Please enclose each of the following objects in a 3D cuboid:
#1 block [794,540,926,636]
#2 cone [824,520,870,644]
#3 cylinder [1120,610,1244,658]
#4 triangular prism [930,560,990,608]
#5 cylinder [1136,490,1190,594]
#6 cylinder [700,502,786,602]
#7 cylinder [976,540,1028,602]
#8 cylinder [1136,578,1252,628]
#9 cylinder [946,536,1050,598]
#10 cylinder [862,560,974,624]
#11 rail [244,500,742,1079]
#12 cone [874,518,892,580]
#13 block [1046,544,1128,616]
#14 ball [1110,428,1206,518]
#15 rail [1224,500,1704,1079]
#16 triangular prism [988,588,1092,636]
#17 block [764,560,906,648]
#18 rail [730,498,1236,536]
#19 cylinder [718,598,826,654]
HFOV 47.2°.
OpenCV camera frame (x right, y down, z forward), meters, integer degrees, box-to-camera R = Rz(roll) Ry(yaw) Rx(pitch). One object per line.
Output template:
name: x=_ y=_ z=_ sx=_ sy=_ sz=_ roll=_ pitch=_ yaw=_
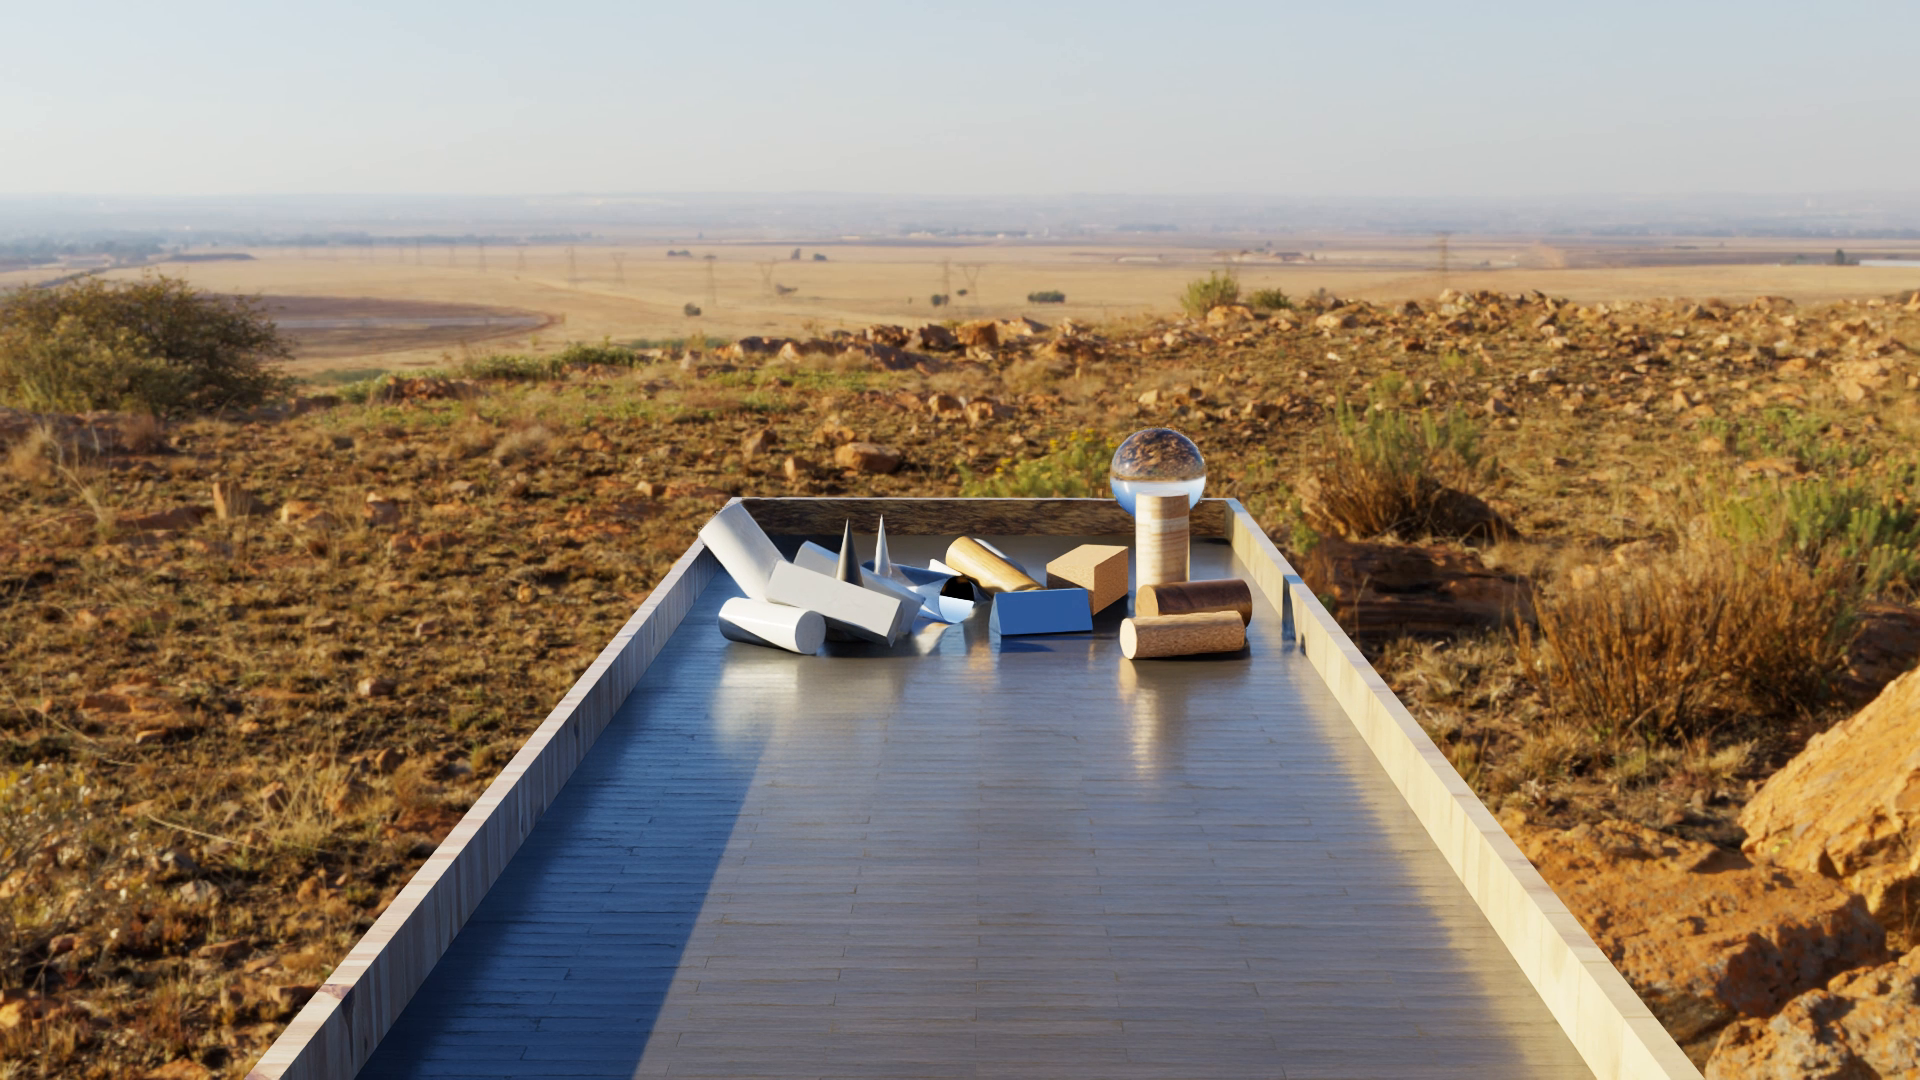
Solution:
block: x=-0.334 y=0.153 z=7.127 sx=0.431 sy=0.114 sz=0.114 roll=26 pitch=11 yaw=1
cone: x=-0.355 y=0.120 z=6.997 sx=0.170 sy=0.393 sz=0.170 roll=0 pitch=9 yaw=0
cylinder: x=0.686 y=0.291 z=6.778 sx=0.365 sy=0.124 sz=0.124 roll=-3 pitch=10 yaw=-19
triangular prism: x=-0.028 y=0.148 z=7.549 sx=0.140 sy=0.122 sz=0.331 roll=-23 pitch=15 yaw=-14
cylinder: x=0.666 y=0.061 z=7.224 sx=0.173 sy=0.434 sz=0.173 roll=-1 pitch=8 yaw=0
cylinder: x=-0.672 y=0.079 z=7.234 sx=0.172 sy=0.383 sz=0.172 roll=-38 pitch=-8 yaw=-6
cylinder: x=0.108 y=0.111 z=7.789 sx=0.163 sy=0.163 sz=0.449 roll=-2 pitch=9 yaw=-12
cylinder: x=0.754 y=0.217 z=7.094 sx=0.335 sy=0.170 sz=0.170 roll=-3 pitch=10 yaw=-21
cylinder: x=0.131 y=0.132 z=7.403 sx=0.132 sy=0.132 sz=0.442 roll=-7 pitch=26 yaw=-36
cylinder: x=-0.156 y=0.172 z=7.417 sx=0.159 sy=0.159 sz=0.425 roll=-8 pitch=12 yaw=-43
rail: x=-1.004 y=0.839 z=3.234 sx=0.050 sy=0.150 sz=12.000 roll=0 pitch=9 yaw=1
cone: x=-0.256 y=0.096 z=7.219 sx=0.114 sy=0.372 sz=0.114 roll=0 pitch=9 yaw=0
block: x=0.445 y=0.135 z=7.629 sx=0.166 sy=0.166 sz=0.443 roll=3 pitch=10 yaw=19
ball: x=0.802 y=-0.262 z=8.931 sx=0.390 sy=0.390 sz=0.390 roll=0 pitch=9 yaw=0
rail: x=1.046 y=0.843 z=3.208 sx=0.050 sy=0.150 sz=12.000 roll=0 pitch=9 yaw=1
triangular prism: x=0.262 y=0.227 z=7.148 sx=0.310 sy=0.128 sz=0.148 roll=-2 pitch=9 yaw=-15
block: x=-0.391 y=0.200 z=6.878 sx=0.412 sy=0.124 sz=0.124 roll=18 pitch=-16 yaw=12
rail: x=0.099 y=-0.098 z=9.147 sx=2.100 sy=0.150 sz=0.050 roll=0 pitch=9 yaw=1
cylinder: x=-0.588 y=0.268 z=6.875 sx=0.334 sy=0.139 sz=0.139 roll=8 pitch=12 yaw=40
